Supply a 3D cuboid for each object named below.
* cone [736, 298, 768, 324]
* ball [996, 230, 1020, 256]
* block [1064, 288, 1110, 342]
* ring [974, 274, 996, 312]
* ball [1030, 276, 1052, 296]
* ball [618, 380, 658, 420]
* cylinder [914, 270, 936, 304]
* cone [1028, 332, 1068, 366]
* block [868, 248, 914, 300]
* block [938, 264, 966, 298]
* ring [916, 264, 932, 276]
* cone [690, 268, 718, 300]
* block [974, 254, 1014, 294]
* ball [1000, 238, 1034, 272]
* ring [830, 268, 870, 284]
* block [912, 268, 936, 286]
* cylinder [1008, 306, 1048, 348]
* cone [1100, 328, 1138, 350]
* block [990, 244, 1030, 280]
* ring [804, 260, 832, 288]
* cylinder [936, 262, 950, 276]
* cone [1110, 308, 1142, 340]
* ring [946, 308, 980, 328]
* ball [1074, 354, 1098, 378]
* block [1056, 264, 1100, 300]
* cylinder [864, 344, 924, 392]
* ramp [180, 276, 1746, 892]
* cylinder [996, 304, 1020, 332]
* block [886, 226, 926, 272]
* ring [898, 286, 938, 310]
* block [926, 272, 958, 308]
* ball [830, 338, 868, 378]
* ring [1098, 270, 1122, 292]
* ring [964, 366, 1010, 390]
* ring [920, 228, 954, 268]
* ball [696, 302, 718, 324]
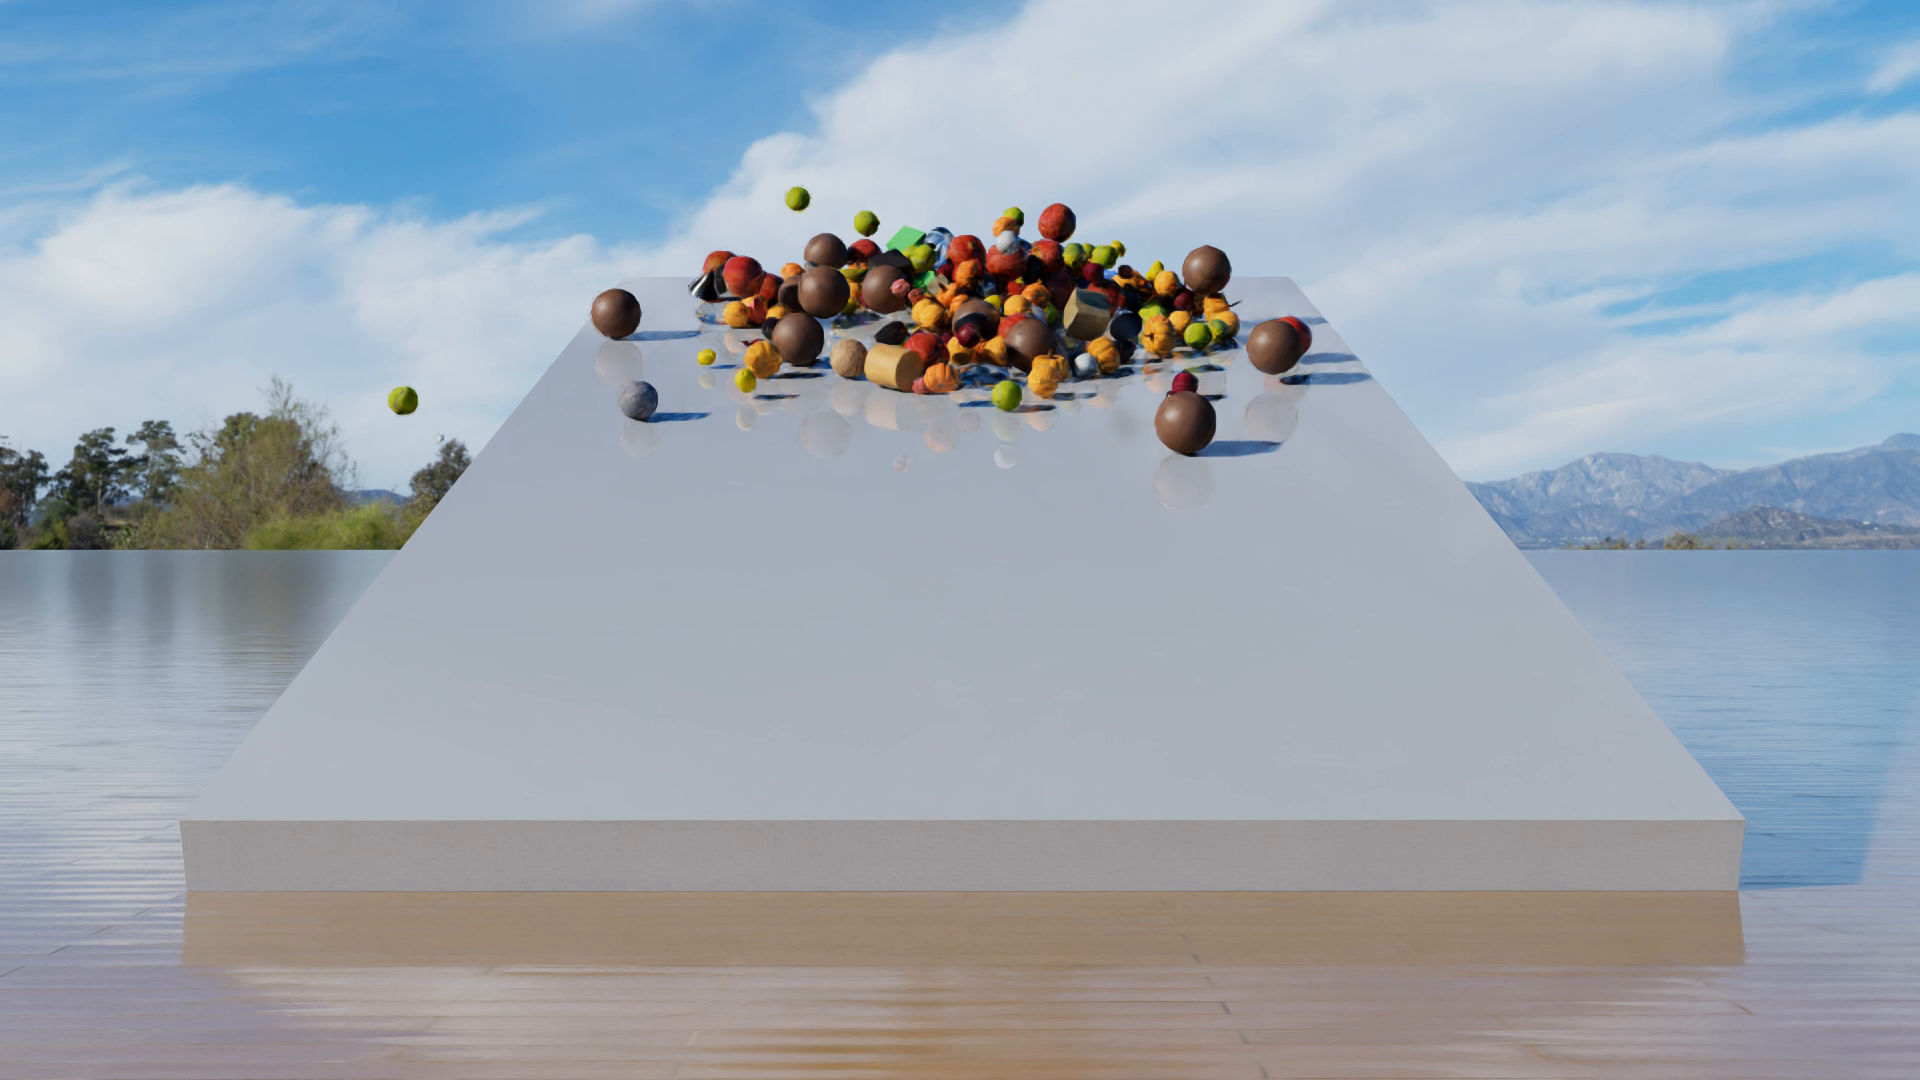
[{"bbox_3d":[-0.568,-0.601,5.946,0.077,0.077,0.077,-20,-6,17],"label":"cone"},{"bbox_3d":[0.120,-0.742,5.537,0.062,0.062,0.062,0,0,0],"label":"ball"},{"bbox_3d":[0.325,-0.576,5.684,0.090,0.090,0.090,10,-42,-15],"label":"block"},{"bbox_3d":[0.068,-0.659,5.925,0.036,0.108,0.108,9,-2,-16],"label":"ring"},{"bbox_3d":[0.233,-0.725,6.333,0.060,0.060,0.060,0,0,0],"label":"ball"},{"bbox_3d":[-0.710,-0.309,4.898,0.088,0.088,0.088,0,0,0],"label":"ball"},{"bbox_3d":[-0.083,-0.694,6.080,0.065,0.065,0.065,0,-39,35],"label":"cylinder"},{"bbox_3d":[0.203,-0.458,5.479,0.090,0.090,0.090,-21,-12,33],"label":"cone"},{"bbox_3d":[-0.190,-0.727,6.070,0.089,0.089,0.089,-20,42,-20],"label":"block"},{"bbox_3d":[-0.024,-0.734,6.310,0.066,0.066,0.066,-7,40,-3],"label":"block"},{"bbox_3d":[-0.094,-0.738,6.249,0.028,0.084,0.084,-25,10,-22],"label":"ring"},{"bbox_3d":[-0.711,-0.733,6.255,0.083,0.083,0.083,18,31,-11],"label":"cone"},{"bbox_3d":[0.101,-0.773,6.431,0.092,0.092,0.092,6,19,17],"label":"block"},{"bbox_3d":[0.161,-0.799,6.227,0.097,0.097,0.097,0,0,0],"label":"ball"},{"bbox_3d":[-0.301,-0.743,6.246,0.128,0.043,0.128,-2,6,0],"label":"ring"},{"bbox_3d":[-0.125,-0.768,6.415,0.078,0.078,0.078,26,32,35],"label":"block"},{"bbox_3d":[0.176,-0.547,5.684,0.094,0.094,0.094,0,17,6],"label":"cylinder"},{"bbox_3d":[0.390,-0.515,5.669,0.094,0.094,0.094,0,-15,-44],"label":"cone"},{"bbox_3d":[0.149,-0.827,6.582,0.087,0.087,0.087,-18,38,-40],"label":"block"},{"bbox_3d":[-0.414,-0.774,6.465,0.101,0.034,0.101,40,15,-13],"label":"ring"},{"bbox_3d":[-0.068,-0.774,6.468,0.071,0.071,0.071,3,20,-1],"label":"cylinder"},{"bbox_3d":[0.388,-0.537,5.328,0.082,0.082,0.082,0,40,-18],"label":"cone"},{"bbox_3d":[0.015,-0.593,5.933,0.108,0.036,0.108,2,19,-1],"label":"ring"},{"bbox_3d":[0.302,-0.418,5.313,0.059,0.059,0.059,0,0,0],"label":"ball"},{"bbox_3d":[0.335,-0.721,6.260,0.084,0.084,0.084,21,25,29],"label":"block"},{"bbox_3d":[-0.155,-0.404,5.190,0.098,0.098,0.098,17,11,38],"label":"cylinder"},{"bbox_3d":[-0.003,-0.169,4.760,2.000,0.100,4.000,0,17,0],"label":"ramp"},{"bbox_3d":[0.146,-0.577,5.819,0.073,0.073,0.073,0,15,-29],"label":"cylinder"},{"bbox_3d":[-0.142,-0.831,6.332,0.084,0.084,0.084,24,-27,39],"label":"block"},{"bbox_3d":[-0.112,-0.676,6.181,0.126,0.042,0.126,8,25,-4],"label":"ring"},{"bbox_3d":[-0.050,-0.676,6.017,0.058,0.058,0.058,-42,-20,-7],"label":"block"},{"bbox_3d":[-0.265,-0.434,5.305,0.094,0.094,0.094,0,0,0],"label":"ball"},{"bbox_3d":[0.401,-0.758,6.467,0.145,0.048,0.145,0,16,0],"label":"ring"},{"bbox_3d":[0.064,-0.384,5.236,0.112,0.037,0.112,-2,20,1],"label":"ring"},{"bbox_3d":[-0.065,-0.830,6.307,0.041,0.124,0.124,33,20,33],"label":"ring"},{"bbox_3d":[-0.680,-0.610,5.958,0.055,0.055,0.055,0,0,0],"label":"ball"}]
